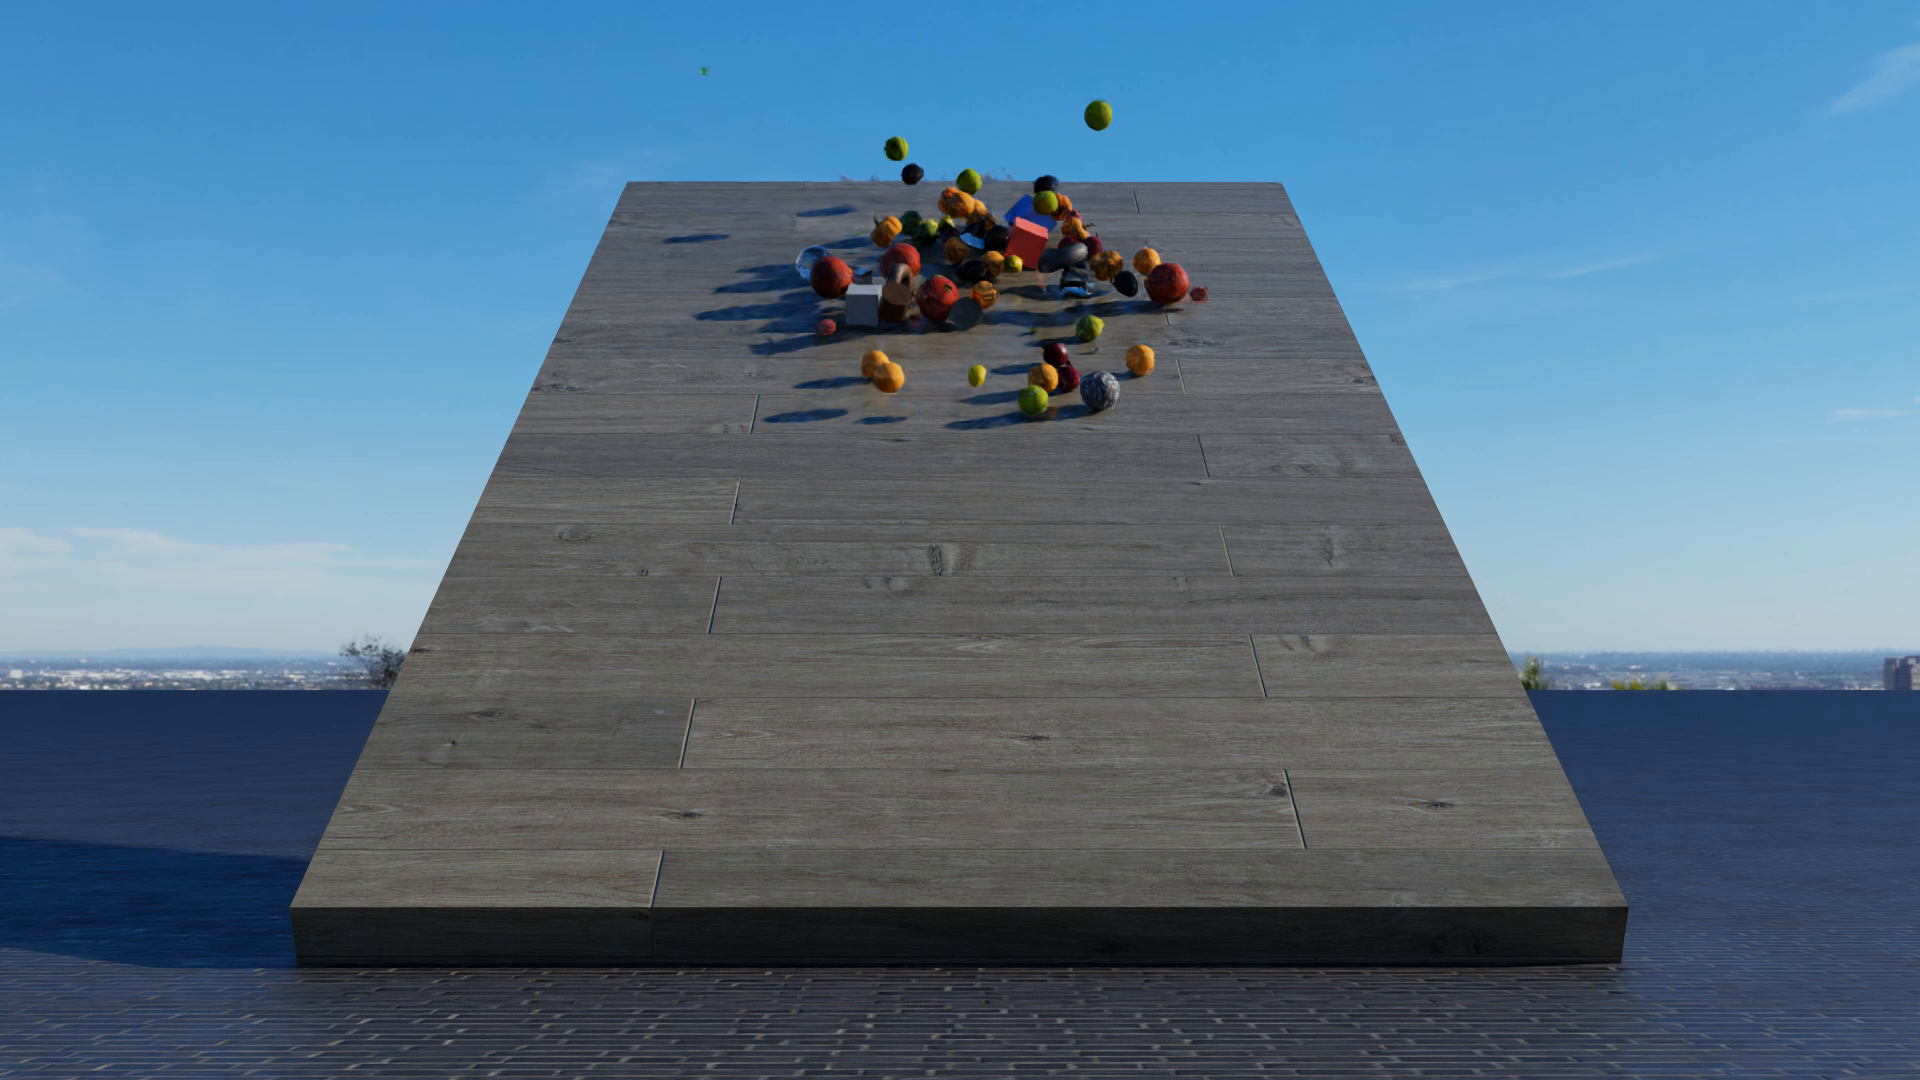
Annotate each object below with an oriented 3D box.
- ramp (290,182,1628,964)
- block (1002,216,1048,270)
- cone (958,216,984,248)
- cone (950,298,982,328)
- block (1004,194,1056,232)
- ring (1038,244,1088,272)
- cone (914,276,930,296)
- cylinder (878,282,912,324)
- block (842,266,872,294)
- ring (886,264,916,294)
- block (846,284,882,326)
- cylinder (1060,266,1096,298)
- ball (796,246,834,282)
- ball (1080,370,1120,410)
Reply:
[{"bbox_3d":[-0.008,-0.229,5.324,2.000,0.100,4.000,0,24,0],"label":"ramp"},{"bbox_3d":[0.179,-0.808,6.340,0.094,0.094,0.094,20,24,-6],"label":"block"},{"bbox_3d":[0.047,-0.845,6.313,0.080,0.080,0.080,22,22,-10],"label":"cone"},{"bbox_3d":[0.021,-0.582,5.902,0.080,0.080,0.080,-1,15,9],"label":"cone"},{"bbox_3d":[0.196,-0.894,6.517,0.091,0.091,0.091,46,-1,-30],"label":"block"},{"bbox_3d":[0.265,-0.729,6.024,0.137,0.046,0.137,-22,8,3],"label":"ring"},{"bbox_3d":[-0.111,-0.666,6.142,0.053,0.053,0.053,1,-2,-11],"label":"cone"},{"bbox_3d":[-0.163,-0.591,5.809,0.073,0.073,0.073,1,-33,-13],"label":"cylinder"},{"bbox_3d":[-0.271,-0.682,6.136,0.057,0.057,0.057,10,26,20],"label":"block"},{"bbox_3d":[-0.154,-0.658,6.009,0.038,0.113,0.113,12,3,29],"label":"ring"},{"bbox_3d":[-0.244,-0.597,5.918,0.083,0.083,0.083,2,24,5],"label":"block"},{"bbox_3d":[0.302,-0.663,5.981,0.070,0.070,0.070,12,1,19],"label":"cylinder"},{"bbox_3d":[-0.387,-0.735,6.203,0.098,0.098,0.098,0,-4,0],"label":"ball"},{"bbox_3d":[0.321,-0.343,5.349,0.090,0.090,0.090,0,-4,0],"label":"ball"}]
